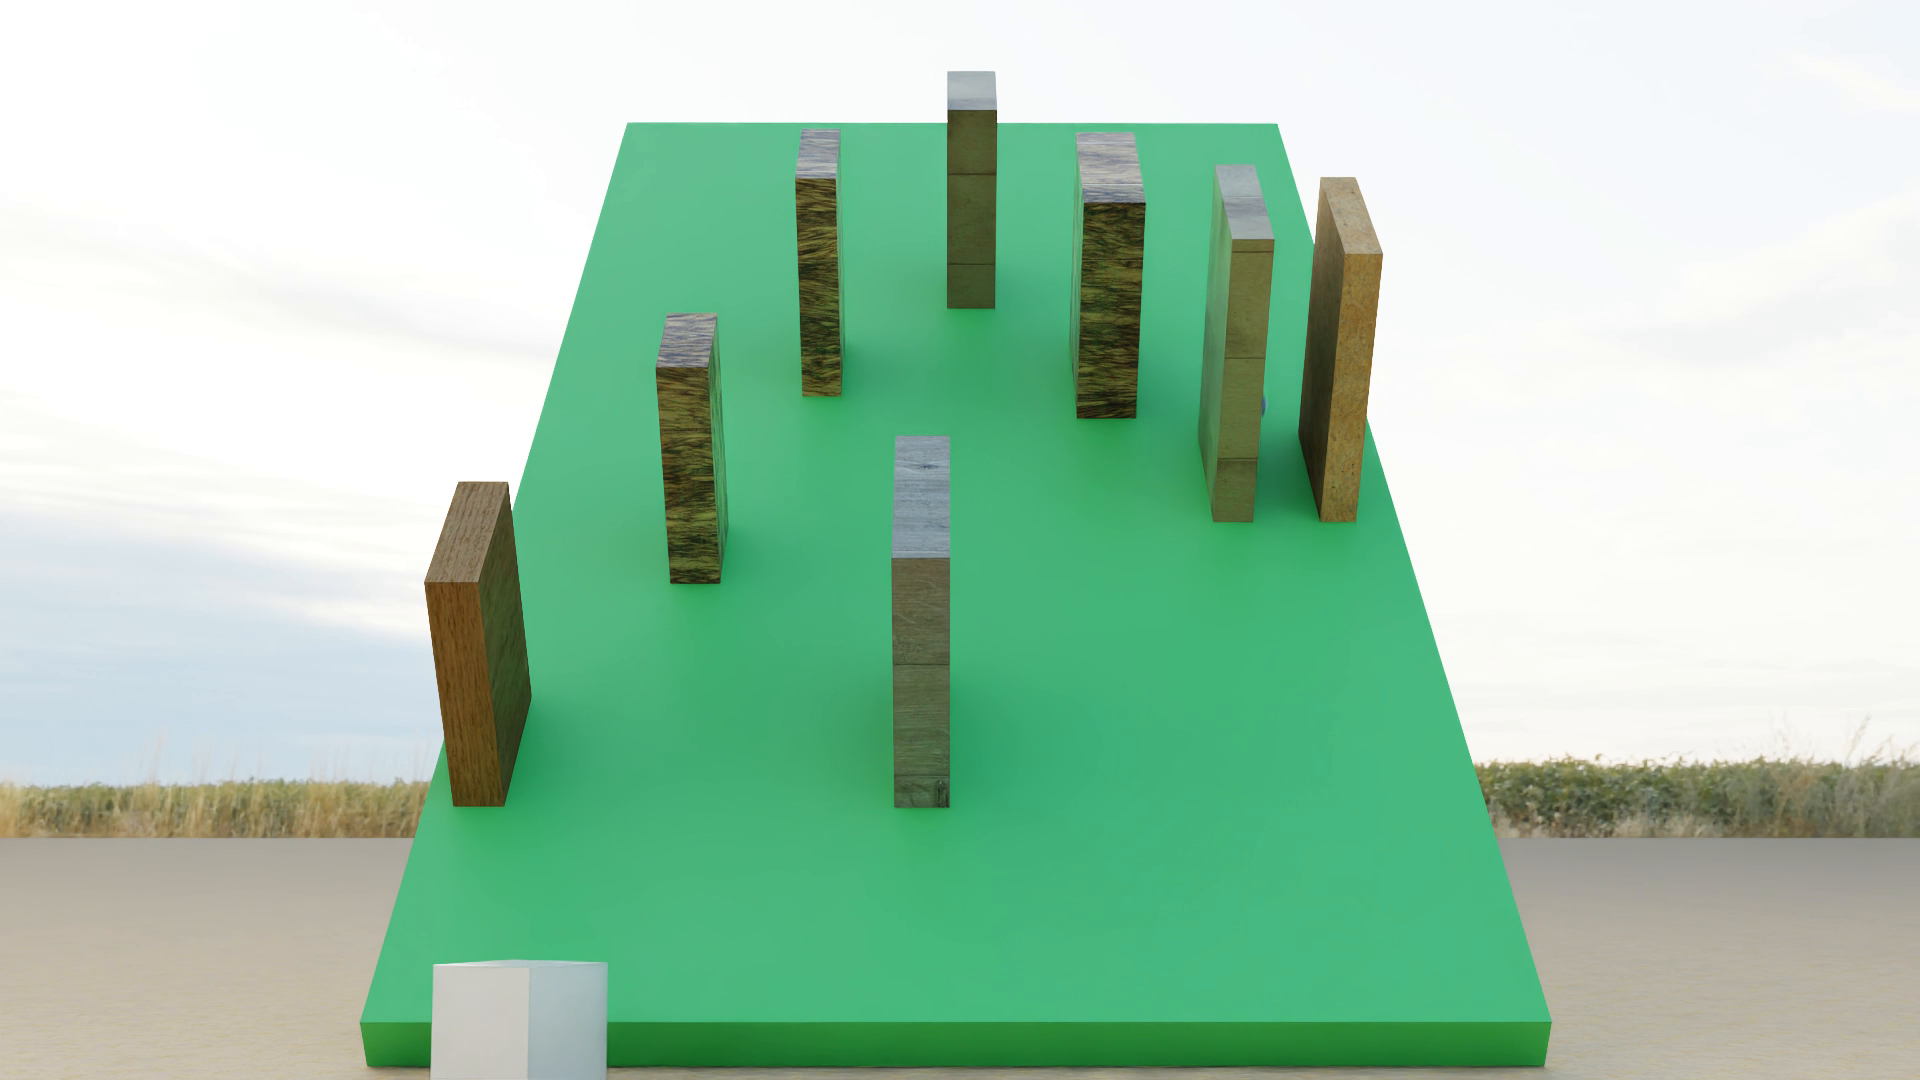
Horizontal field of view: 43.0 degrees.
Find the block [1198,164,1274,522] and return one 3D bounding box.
[{"bbox_3d":[0.614,-0.440,5.466,0.089,0.693,0.399,0,32,0],"label":"block"}]

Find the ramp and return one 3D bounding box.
[{"bbox_3d":[-0.014,-0.195,5.821,2.000,0.100,4.000,0,32,0],"label":"ramp"}]

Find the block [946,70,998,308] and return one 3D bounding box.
[{"bbox_3d":[0.029,-0.913,6.369,0.126,0.552,0.271,0,32,0],"label":"block"}]

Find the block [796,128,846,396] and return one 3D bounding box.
[{"bbox_3d":[-0.339,-0.676,5.958,0.095,0.575,0.303,0,32,0],"label":"block"}]

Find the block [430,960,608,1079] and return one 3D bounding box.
[{"bbox_3d":[-0.685,0.757,3.800,0.191,0.191,0.191,-4,-8,30],"label":"block"}]

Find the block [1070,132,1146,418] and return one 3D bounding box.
[{"bbox_3d":[0.353,-0.644,5.921,0.142,0.564,0.422,0,32,0],"label":"block"}]

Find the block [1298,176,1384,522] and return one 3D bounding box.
[{"bbox_3d":[0.850,-0.429,5.481,0.080,0.660,0.409,0,32,0],"label":"block"}]

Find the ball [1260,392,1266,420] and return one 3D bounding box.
[{"bbox_3d":[0.678,-0.323,5.832,0.111,0.111,0.111,0,-7,0],"label":"ball"}]

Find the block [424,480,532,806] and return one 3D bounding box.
[{"bbox_3d":[-0.905,0.195,4.607,0.096,0.500,0.357,0,32,0],"label":"block"}]

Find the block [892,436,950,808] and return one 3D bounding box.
[{"bbox_3d":[-0.071,0.152,4.631,0.104,0.554,0.443,0,32,0],"label":"block"}]

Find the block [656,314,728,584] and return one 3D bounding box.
[{"bbox_3d":[-0.570,-0.194,5.220,0.107,0.524,0.249,0,32,0],"label":"block"}]
